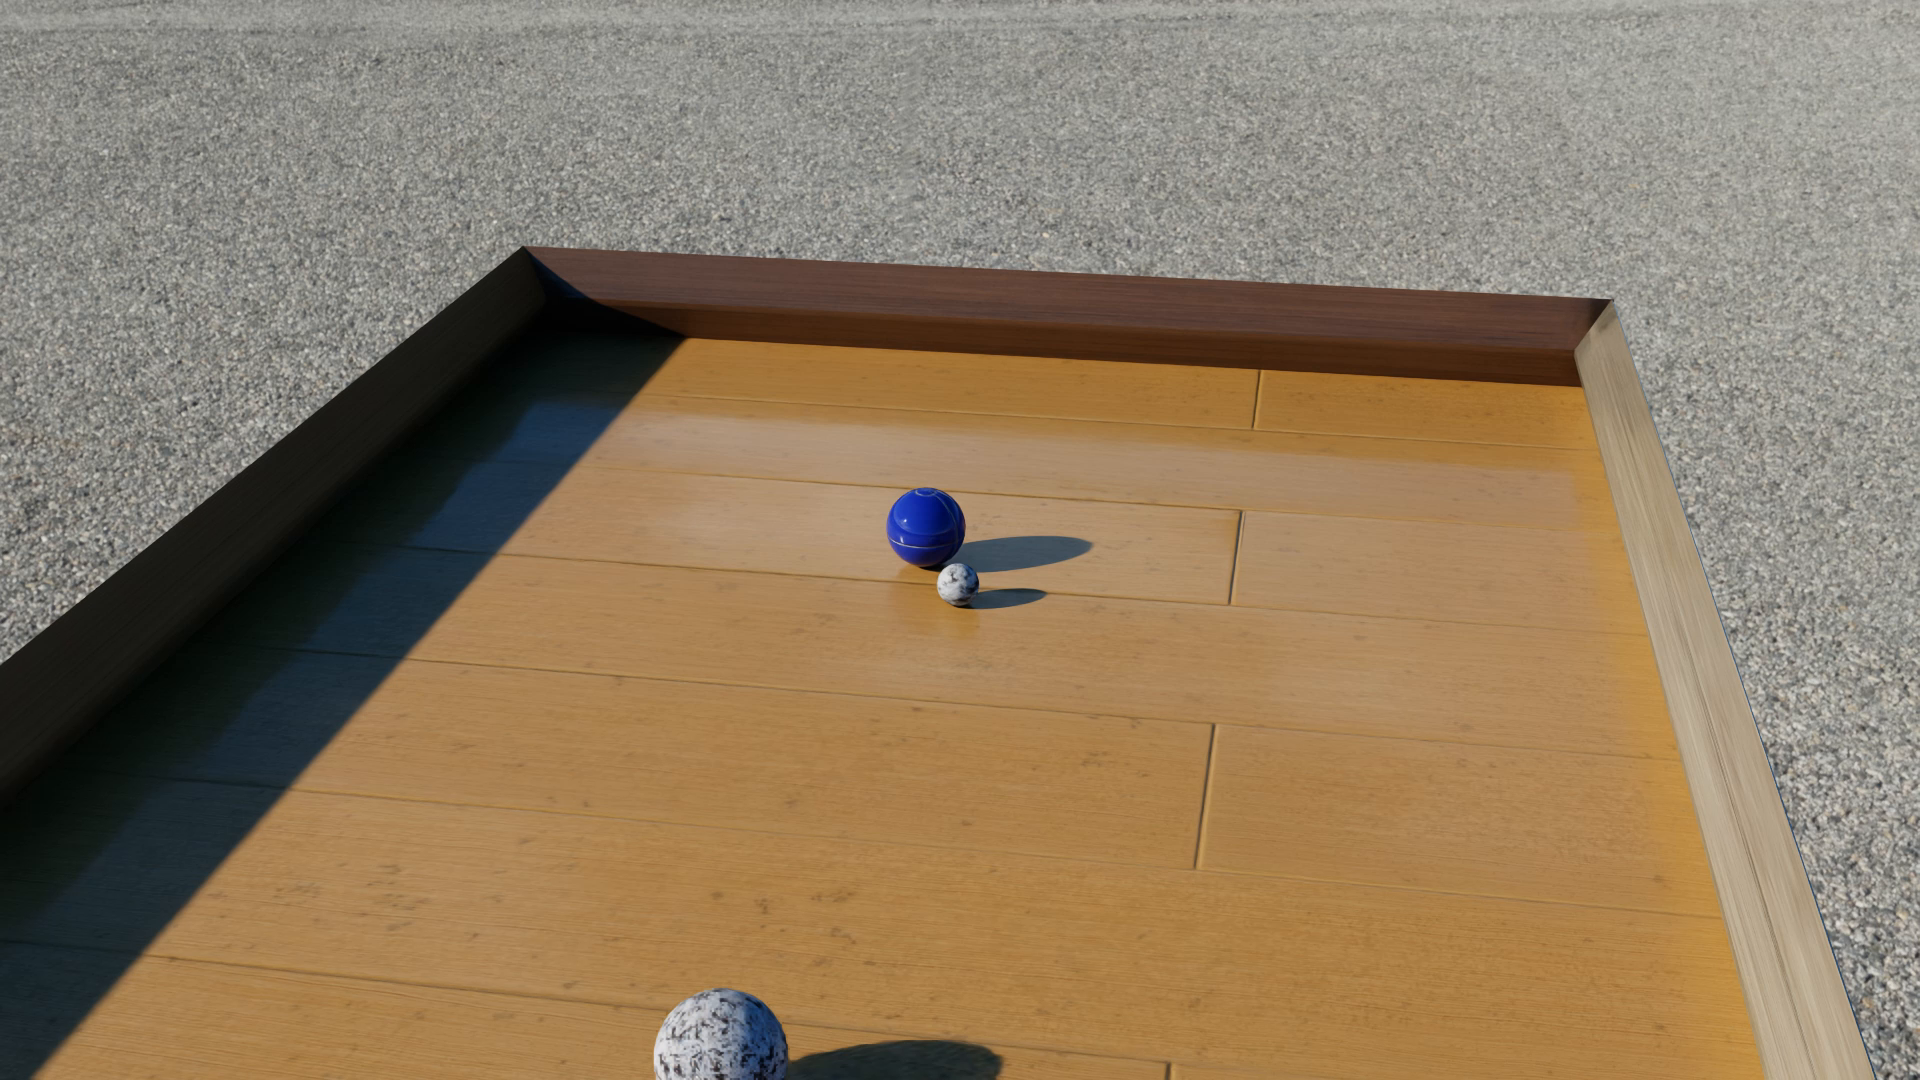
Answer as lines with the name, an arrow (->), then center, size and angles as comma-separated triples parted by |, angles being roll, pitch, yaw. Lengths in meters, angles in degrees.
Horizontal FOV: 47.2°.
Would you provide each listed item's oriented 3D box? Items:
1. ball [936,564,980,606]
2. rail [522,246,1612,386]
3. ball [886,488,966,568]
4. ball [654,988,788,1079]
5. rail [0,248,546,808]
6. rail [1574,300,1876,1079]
ball -> -0.002, 0.045, 2.209 | 0.043, 0.043, 0.043 | 0, 24, 0
rail -> 0.110, -0.287, 2.867 | 1.432, 0.116, 0.045 | 4, 24, 9
ball -> -0.035, -0.013, 2.291 | 0.083, 0.083, 0.083 | 0, 24, 0
ball -> -0.160, 0.345, 1.470 | 0.090, 0.090, 0.090 | 0, 24, 0
rail -> -0.796, 0.199, 1.765 | 0.045, 0.116, 2.726 | 4, 24, 9
rail -> 0.569, 0.293, 1.554 | 0.045, 0.116, 2.726 | 4, 24, 9
